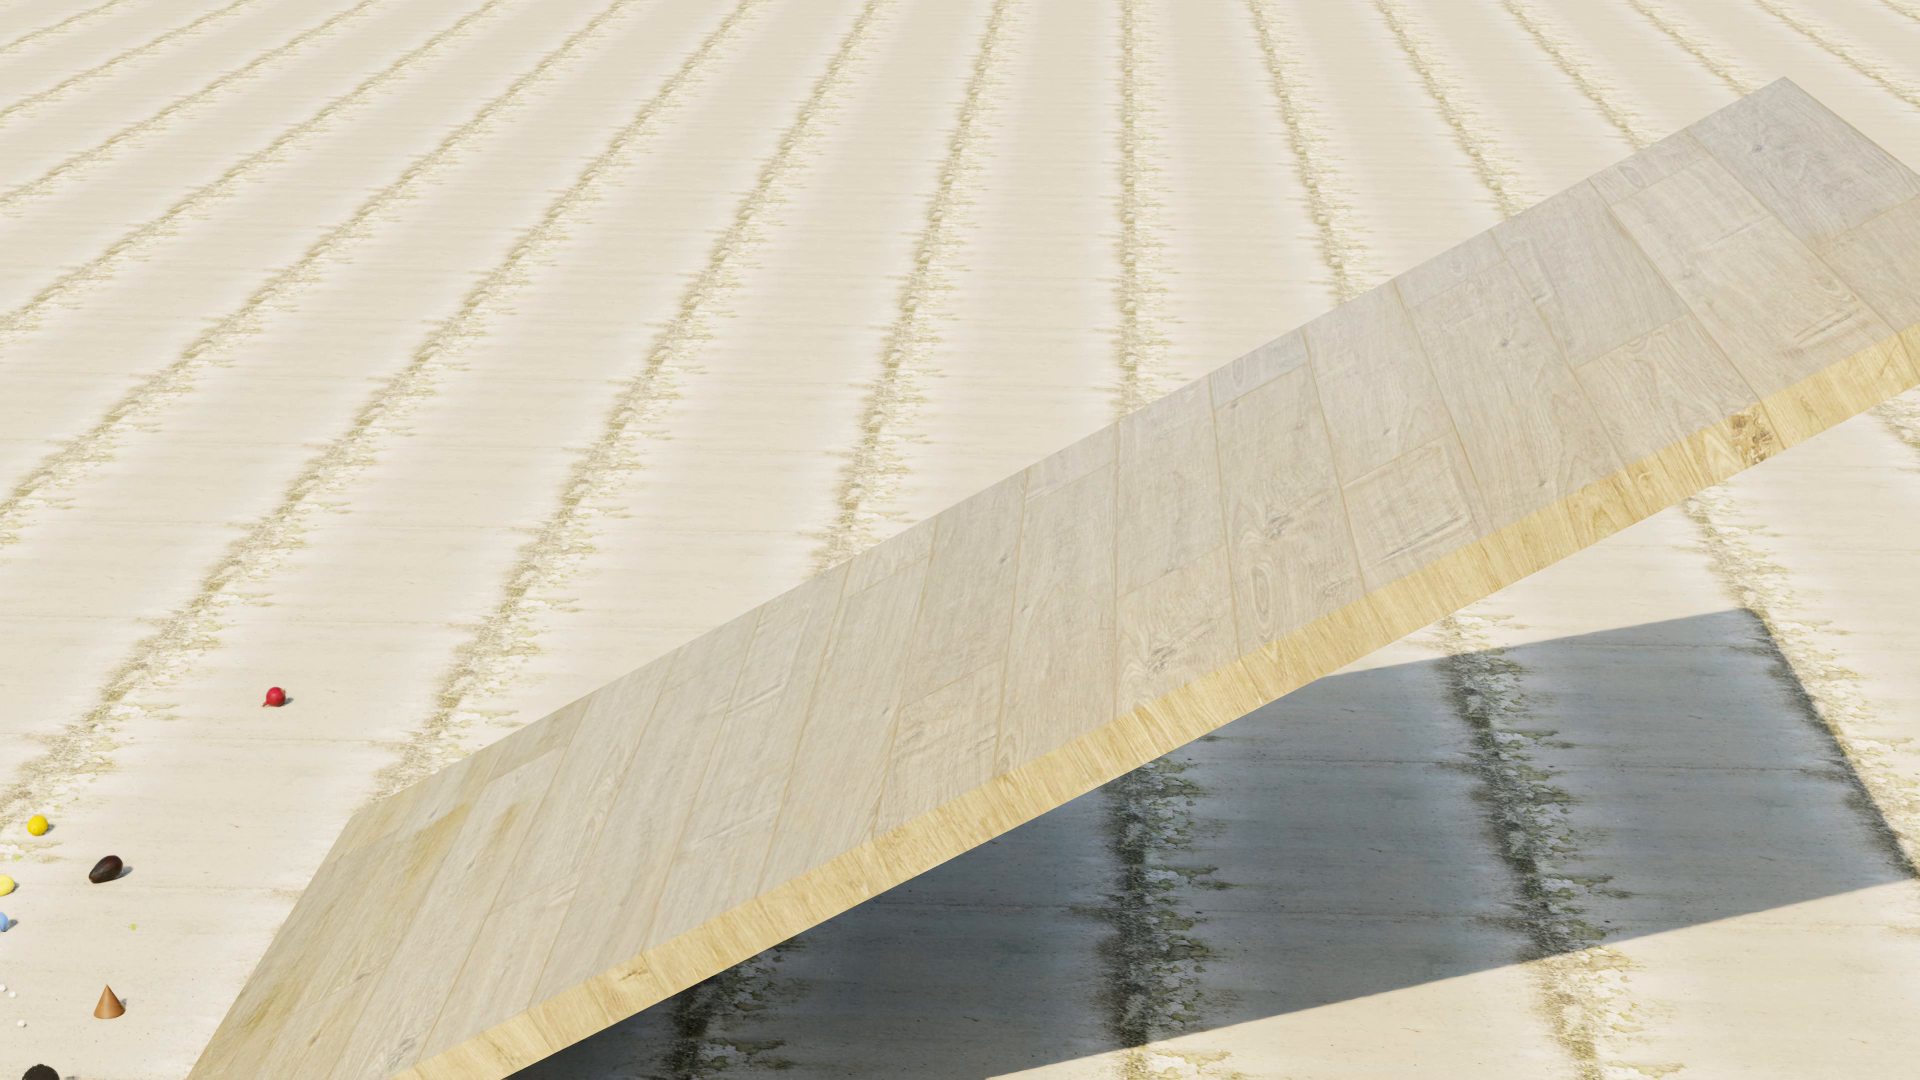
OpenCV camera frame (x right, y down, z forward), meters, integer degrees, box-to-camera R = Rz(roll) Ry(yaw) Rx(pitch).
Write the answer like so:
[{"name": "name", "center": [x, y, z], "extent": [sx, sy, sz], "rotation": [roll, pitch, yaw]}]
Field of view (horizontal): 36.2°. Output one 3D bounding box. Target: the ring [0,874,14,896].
[{"name": "ring", "center": [-2.418, 0.867, 7.374], "extent": [0.091, 0.030, 0.091], "rotation": [0, 19, 0]}]

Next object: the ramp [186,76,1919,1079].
[{"name": "ramp", "center": [0.142, 0.167, 6.282], "extent": [4.000, 0.100, 2.000], "rotation": [-27, 14, 11]}]

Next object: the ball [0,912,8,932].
[{"name": "ball", "center": [-2.341, 0.927, 7.151], "extent": [0.052, 0.052, 0.052], "rotation": [0, 18, 0]}]

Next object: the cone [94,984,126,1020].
[{"name": "cone", "center": [-1.952, 1.049, 6.740], "extent": [0.072, 0.072, 0.072], "rotation": [0, 18, 0]}]

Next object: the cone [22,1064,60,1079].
[{"name": "cone", "center": [-2.007, 1.184, 6.380], "extent": [0.085, 0.085, 0.085], "rotation": [-13, -4, -35]}]
